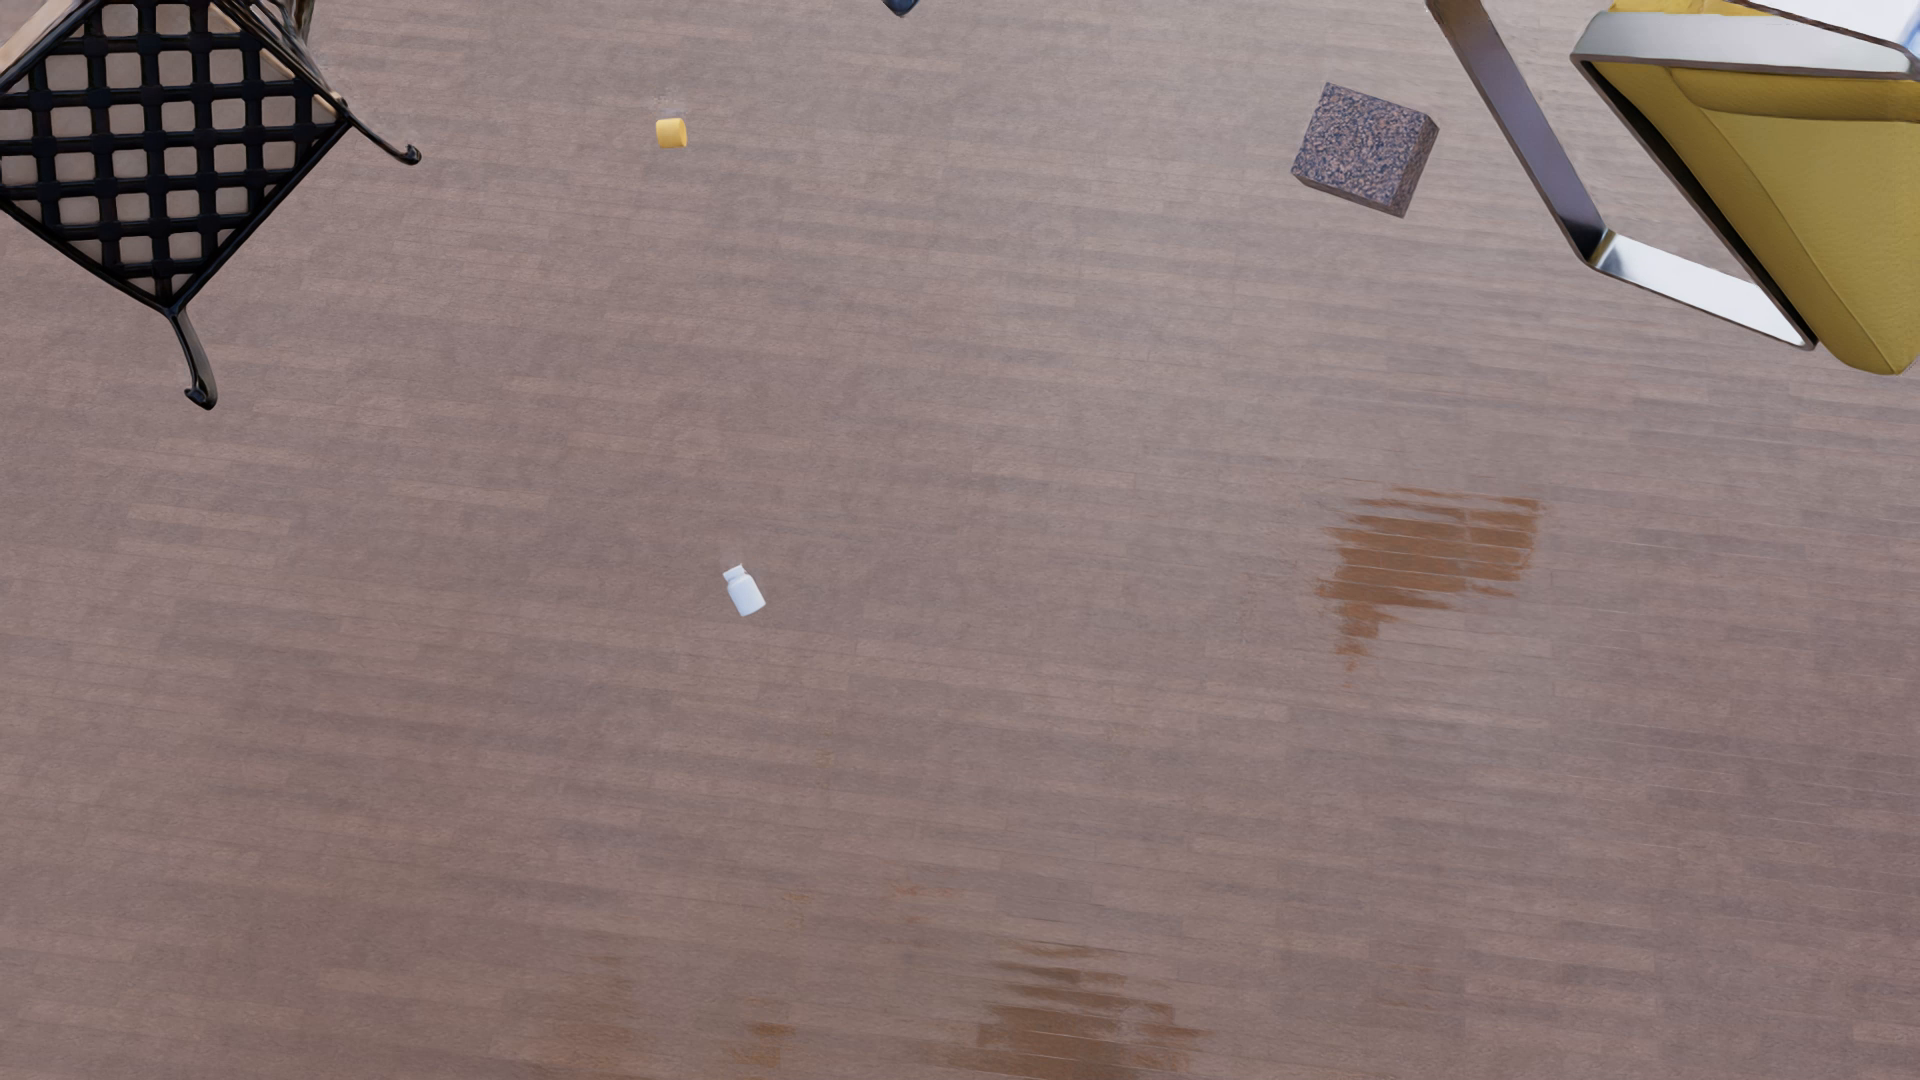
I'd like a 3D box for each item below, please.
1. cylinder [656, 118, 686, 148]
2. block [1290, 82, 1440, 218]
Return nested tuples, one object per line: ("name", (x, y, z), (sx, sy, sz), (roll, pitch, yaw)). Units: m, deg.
("cylinder", (-0.623, -0.879, 4.754), (0.050, 0.074, 0.060), (-4, 82, 5))
("block", (0.787, -0.756, 4.273), (0.211, 0.122, 0.186), (24, 96, 23))
